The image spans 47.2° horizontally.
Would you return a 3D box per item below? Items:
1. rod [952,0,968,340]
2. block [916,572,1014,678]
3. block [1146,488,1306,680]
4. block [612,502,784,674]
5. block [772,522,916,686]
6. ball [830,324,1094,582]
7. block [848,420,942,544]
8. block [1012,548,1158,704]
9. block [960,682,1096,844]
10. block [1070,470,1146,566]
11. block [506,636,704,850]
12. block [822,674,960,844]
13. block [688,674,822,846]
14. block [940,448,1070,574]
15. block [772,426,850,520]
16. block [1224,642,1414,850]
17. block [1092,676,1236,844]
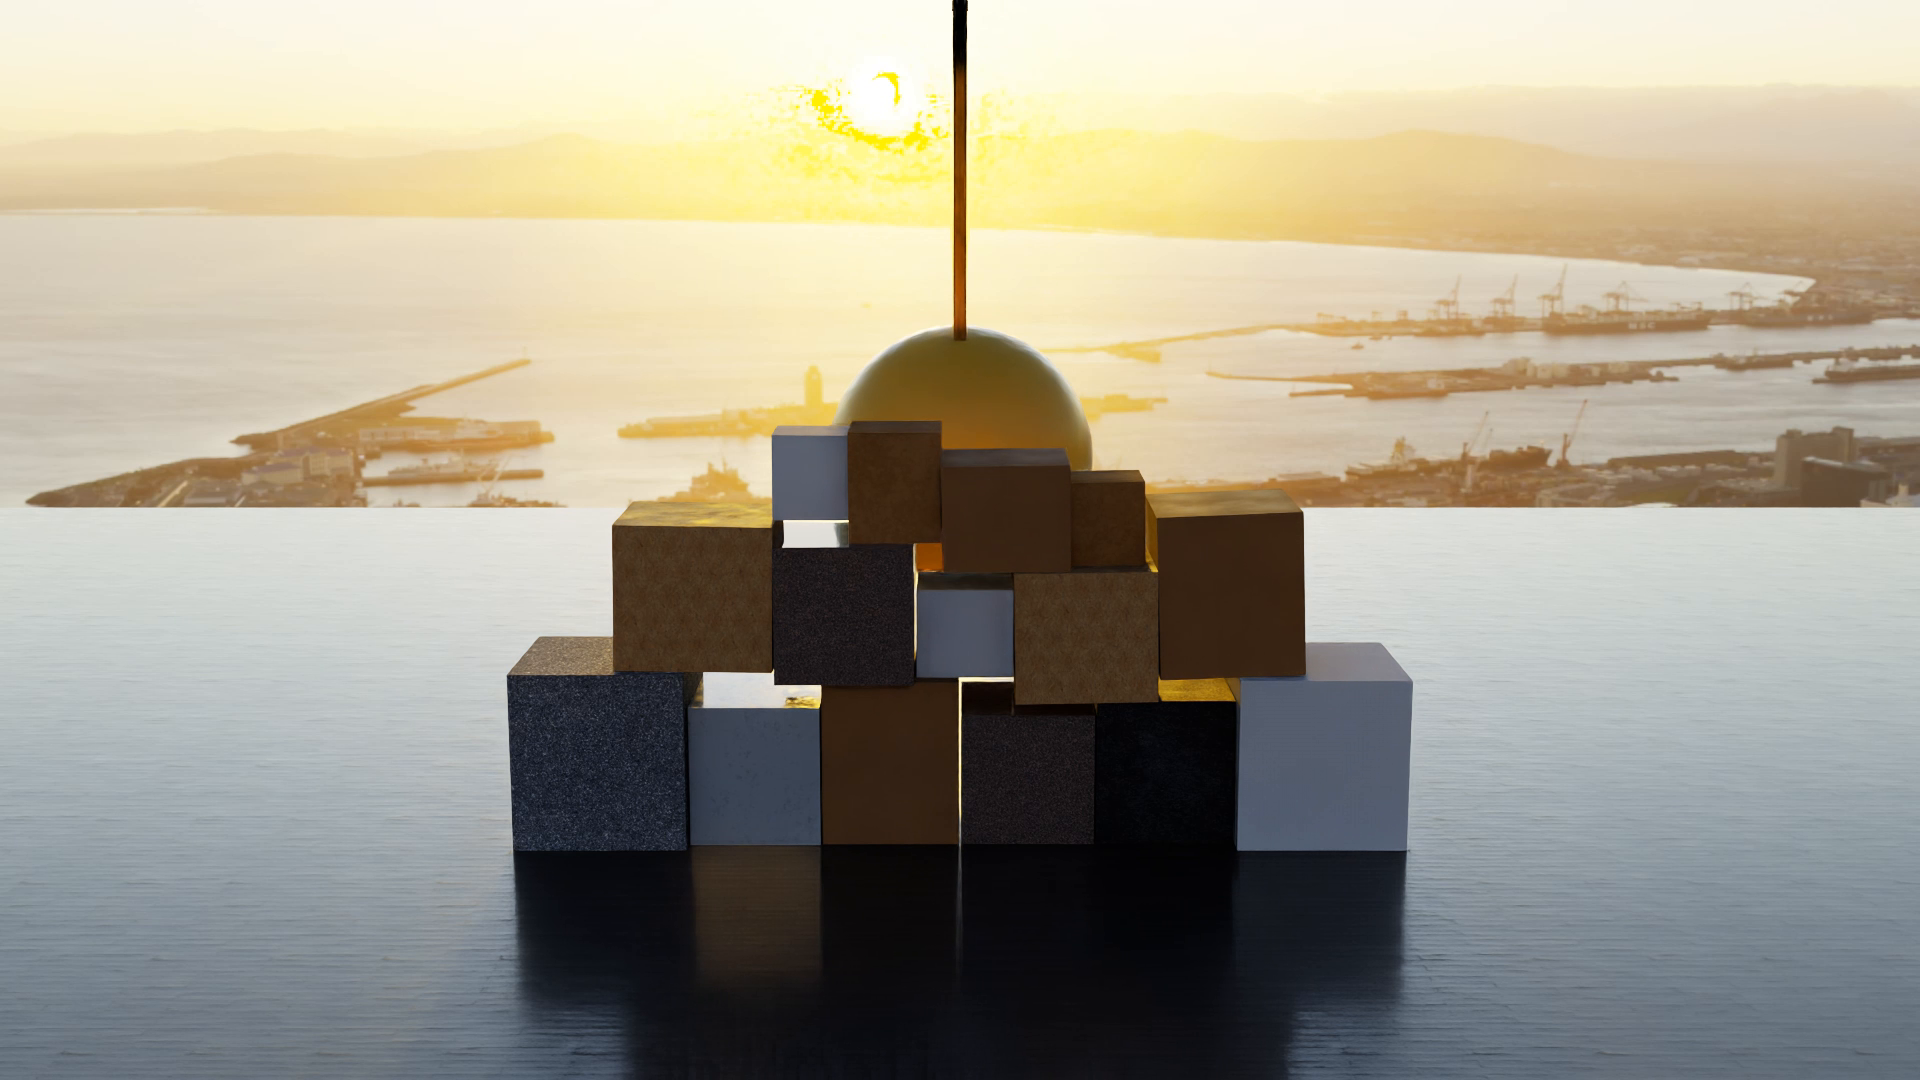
[{"bbox_3d":[0.000,-3.418,11.473,0.080,5.200,0.080,0,31,0],"label":"rod"},{"bbox_3d":[0.024,0.428,11.263,0.486,0.450,0.486,0,10,0],"label":"block"},{"bbox_3d":[1.342,0.215,11.216,0.721,0.821,0.738,-2,10,0],"label":"block"},{"bbox_3d":[-1.320,0.229,11.203,0.787,0.734,0.726,1,10,0],"label":"block"},{"bbox_3d":[-0.575,0.314,11.221,0.694,0.689,0.763,0,10,0],"label":"block"},{"bbox_3d":[0.000,-0.489,13.200,1.600,1.600,1.600,0,10,0],"label":"ball"},{"bbox_3d":[-0.323,-0.298,11.108,0.460,0.555,0.472,0,10,0],"label":"block"},{"bbox_3d":[0.627,0.421,11.264,0.711,0.661,0.759,-1,10,0],"label":"block"},{"bbox_3d":[0.340,1.144,11.402,0.671,0.669,0.706,0,10,0],"label":"block"},{"bbox_3d":[0.738,-0.115,11.174,0.374,0.421,0.405,-1,10,0],"label":"block"},{"bbox_3d":[-1.804,1.034,11.354,0.867,0.904,0.865,0,10,0],"label":"block"},{"bbox_3d":[-0.349,1.062,11.376,0.688,0.839,0.688,0,10,0],"label":"block"},{"bbox_3d":[-1.032,1.124,11.390,0.657,0.713,0.723,0,10,0],"label":"block"},{"bbox_3d":[0.227,-0.158,11.142,0.635,0.530,0.634,-1,10,0],"label":"block"},{"bbox_3d":[-0.746,-0.342,11.131,0.382,0.430,0.374,0,10,0],"label":"block"},{"bbox_3d":[1.813,1.049,11.353,0.849,0.873,0.854,0,10,0],"label":"block"},{"bbox_3d":[1.032,1.110,11.388,0.692,0.742,0.674,0,10,0],"label":"block"}]
